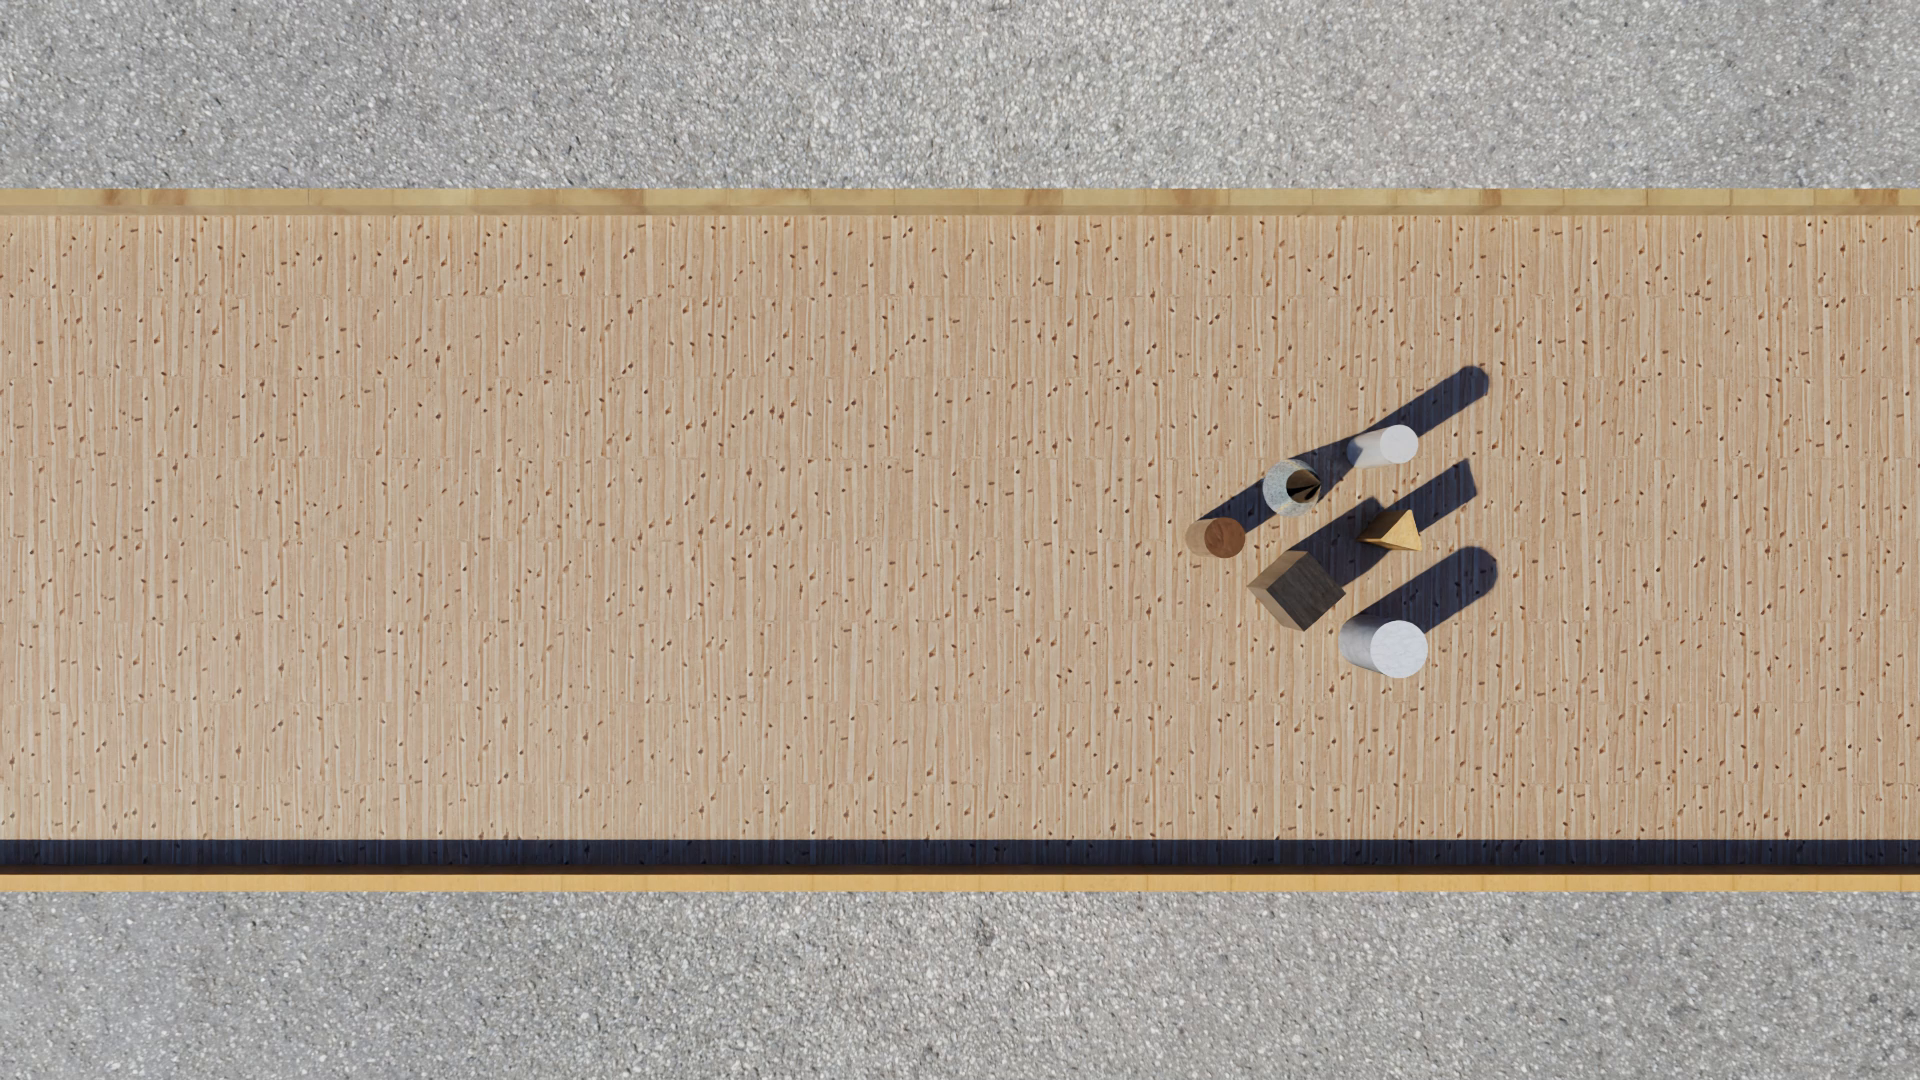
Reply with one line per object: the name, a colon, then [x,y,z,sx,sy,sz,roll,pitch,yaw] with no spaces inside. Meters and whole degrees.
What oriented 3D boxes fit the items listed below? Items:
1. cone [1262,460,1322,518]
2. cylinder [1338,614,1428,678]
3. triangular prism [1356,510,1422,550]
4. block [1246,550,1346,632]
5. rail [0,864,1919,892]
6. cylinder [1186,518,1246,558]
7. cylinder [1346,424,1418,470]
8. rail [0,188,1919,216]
cone: [1.022,-0.160,4.868,0.179,0.417,0.179,0,90,0]
cylinder: [1.245,0.310,4.876,0.164,0.401,0.164,0,90,0]
triangular prism: [1.287,-0.036,4.918,0.121,0.316,0.105,14,90,0]
block: [0.997,0.149,4.913,0.165,0.326,0.165,-42,90,0]
rail: [-2.247,1.025,5.001,12.000,0.150,0.050,0,90,0]
cylinder: [0.752,-0.006,4.879,0.117,0.396,0.117,0,90,0]
cylinder: [1.244,-0.272,4.875,0.109,0.403,0.109,0,90,0]
rail: [-2.247,-1.025,5.002,12.000,0.150,0.050,0,90,0]
